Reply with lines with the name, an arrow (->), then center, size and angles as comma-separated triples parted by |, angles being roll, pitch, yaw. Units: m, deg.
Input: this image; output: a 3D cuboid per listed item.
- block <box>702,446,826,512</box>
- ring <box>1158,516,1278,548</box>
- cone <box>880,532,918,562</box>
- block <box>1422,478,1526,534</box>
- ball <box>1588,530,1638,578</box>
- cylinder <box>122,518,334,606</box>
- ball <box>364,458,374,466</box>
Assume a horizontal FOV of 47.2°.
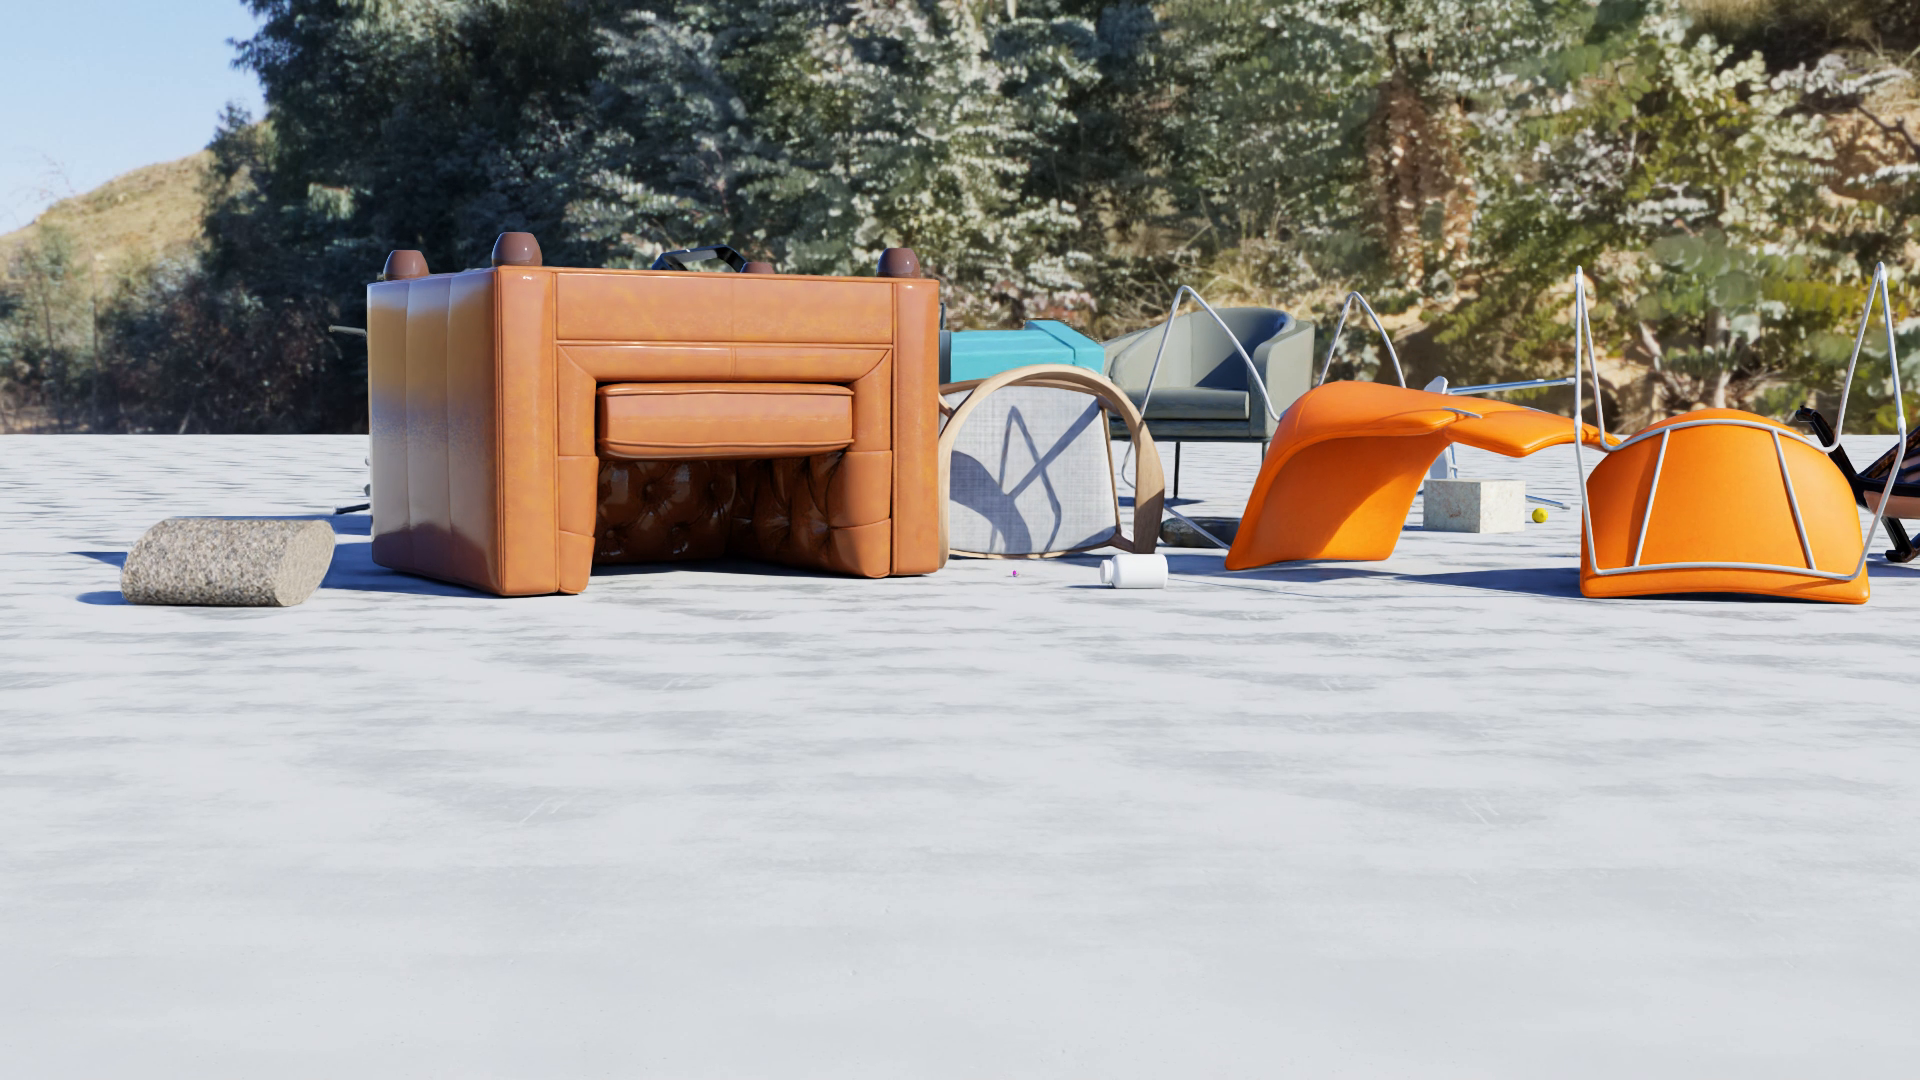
block -> -0.739, -0.237, 8.305 | 0.334, 0.231, 0.353 | -3, 5, -34
ring -> 0.733, -0.020, 6.264 | 0.345, 0.082, 0.196 | 2, 5, 16
cone -> -0.149, 0.036, 5.745 | 0.086, 0.085, 0.135 | 27, 6, 6
block -> 1.636, -0.111, 7.000 | 0.206, 0.159, 0.238 | -3, 5, -35
ball -> 1.553, 0.033, 5.227 | 0.115, 0.115, 0.115 | 0, 4, 0
cylinder -> -1.538, 0.045, 4.633 | 0.339, 0.147, 0.291 | 1, 25, 10
ball -> -3.430, -0.452, 12.764 | 0.051, 0.051, 0.051 | 0, 4, 0
